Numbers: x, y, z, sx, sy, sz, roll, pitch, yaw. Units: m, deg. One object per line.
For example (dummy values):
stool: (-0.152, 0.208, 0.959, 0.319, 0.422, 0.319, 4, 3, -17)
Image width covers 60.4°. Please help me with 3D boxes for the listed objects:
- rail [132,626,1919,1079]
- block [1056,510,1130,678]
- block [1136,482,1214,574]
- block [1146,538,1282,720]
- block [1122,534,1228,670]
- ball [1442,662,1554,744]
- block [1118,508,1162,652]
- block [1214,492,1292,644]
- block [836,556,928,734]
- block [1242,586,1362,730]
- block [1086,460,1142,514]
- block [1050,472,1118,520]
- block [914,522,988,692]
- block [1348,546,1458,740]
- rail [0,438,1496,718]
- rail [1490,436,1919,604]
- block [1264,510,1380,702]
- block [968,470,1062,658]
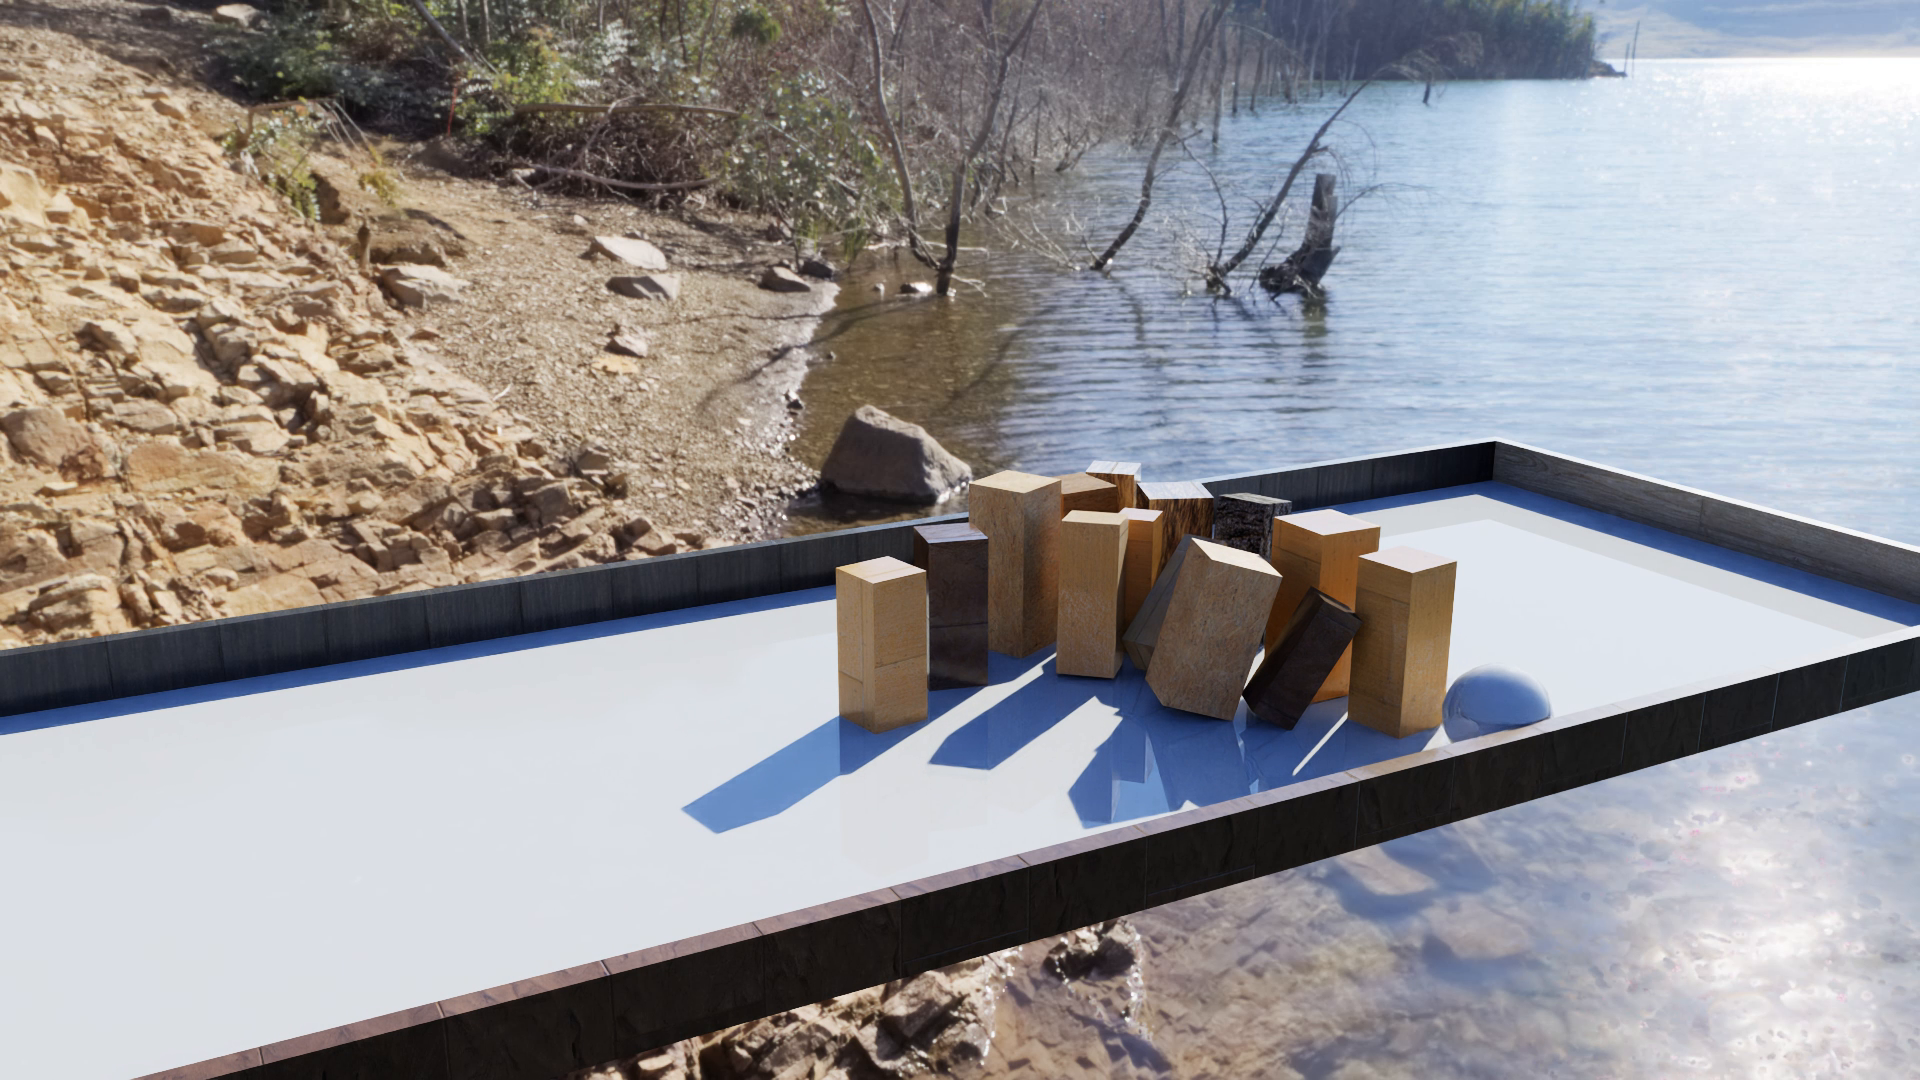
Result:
rail: (-2.336, 1.006, 1.665, 12.000, 0.150, 0.050, -9, 18, -27)
block: (0.336, 0.135, 4.180, 0.148, 0.392, 0.148, 4, 12, 14)
block: (0.593, 0.035, 4.601, 0.177, 0.359, 0.177, -1, 16, -5)
block: (0.599, 0.212, 3.921, 0.178, 0.368, 0.178, 14, 14, -12)
block: (0.568, 0.166, 4.246, 0.120, 0.120, 0.363, 13, 56, 36)
ball: (1.180, 0.387, 3.619, 0.236, 0.236, 0.236, 0, 16, 0)
block: (0.464, 0.109, 4.336, 0.104, 0.366, 0.104, 6, 17, 19)
block: (0.764, 0.076, 4.394, 0.141, 0.379, 0.141, 14, 12, 39)
block: (-0.183, 0.244, 3.870, 0.150, 0.368, 0.150, -13, 21, -36)
block: (0.796, 0.277, 3.853, 0.108, 0.308, 0.108, 28, 13, -13)
block: (0.443, -0.031, 4.805, 0.140, 0.370, 0.140, 4, 17, 14)
block: (0.313, 0.021, 4.621, 0.177, 0.373, 0.177, -9, 19, -28)
block: (-0.023, 0.165, 4.115, 0.150, 0.382, 0.150, -4, 17, -15)
block: (1.028, 0.235, 3.842, 0.156, 0.402, 0.156, -11, 20, -34)
rail: (-3.305, 0.497, 3.399, 12.000, 0.150, 0.050, -9, 18, -27)
rail: (2.466, -0.048, 5.253, 0.050, 0.150, 2.100, -9, 18, -27)
block: (0.886, 0.159, 4.057, 0.180, 0.423, 0.180, -8, 18, -28)
block: (0.144, 0.061, 4.358, 0.174, 0.445, 0.174, 12, 20, 35)
